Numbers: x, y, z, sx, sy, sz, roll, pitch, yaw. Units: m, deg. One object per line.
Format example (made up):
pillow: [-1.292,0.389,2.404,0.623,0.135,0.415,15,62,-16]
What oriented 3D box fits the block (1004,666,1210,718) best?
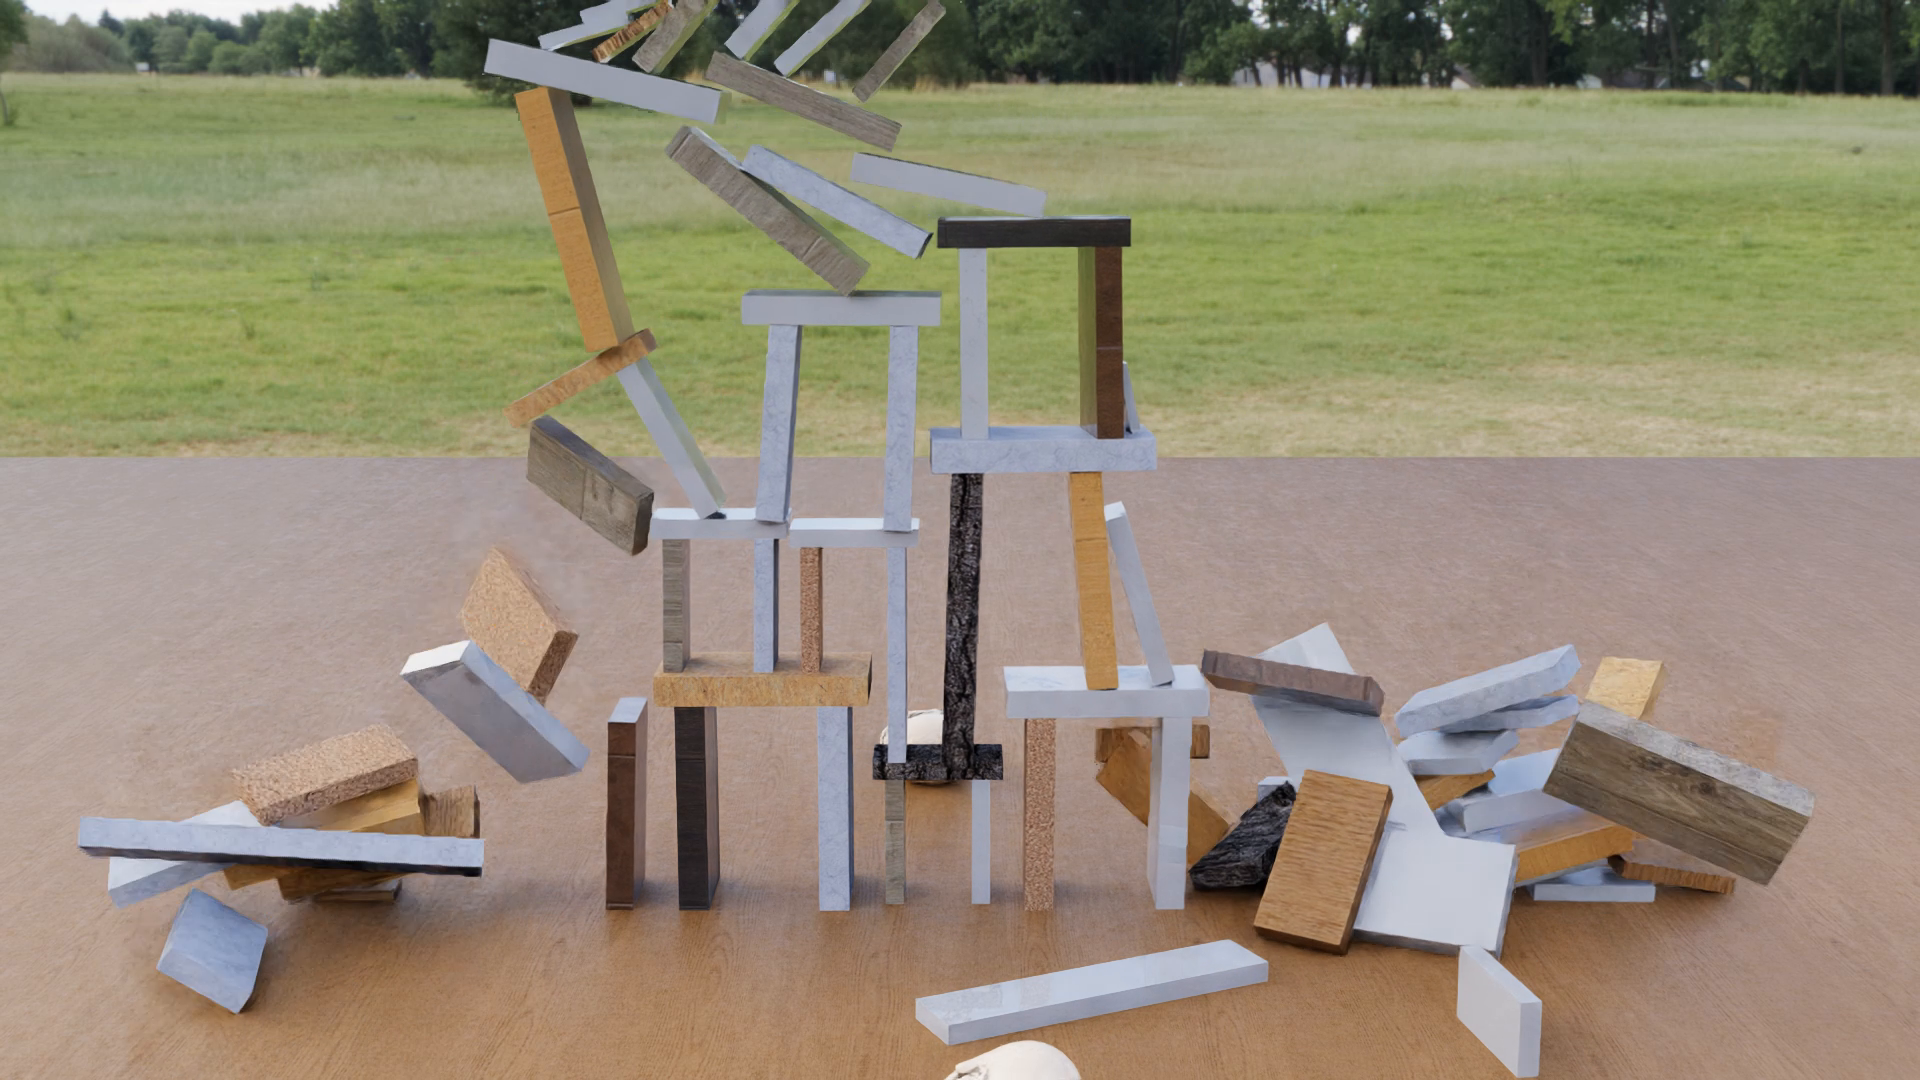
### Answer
block: [0.236,0.248,3.606,0.324,0.046,0.162,0,11,-1]

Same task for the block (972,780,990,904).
block: [0.035,0.485,3.652,0.030,0.212,0.106,0,11,1]

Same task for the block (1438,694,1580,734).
block: [0.904,0.288,3.636,0.105,0.030,0.211,-13,2,-39]

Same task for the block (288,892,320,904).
block: [-1.045,0.553,3.637,0.132,0.019,0.066,-22,26,2]

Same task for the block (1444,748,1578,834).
block: [0.986,0.402,3.663,0.345,0.049,0.172,-13,10,1]

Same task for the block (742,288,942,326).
block: [-0.185,-0.370,3.492,0.310,0.044,0.155,1,10,0]

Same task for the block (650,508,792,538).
block: [-0.385,-0.027,3.556,0.219,0.031,0.109,0,10,0]

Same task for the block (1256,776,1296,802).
block: [0.685,0.466,4.132,0.232,0.033,0.116,-3,1,19]

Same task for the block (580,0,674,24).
block: [-0.514,-0.827,3.404,0.141,0.020,0.071,-16,11,1]

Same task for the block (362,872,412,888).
block: [-0.924,0.531,3.636,0.132,0.019,0.066,-18,26,3]

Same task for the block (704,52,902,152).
block: [-0.242,-0.686,3.441,0.305,0.043,0.153,21,10,-5]

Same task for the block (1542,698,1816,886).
block: [1.077,0.380,3.310,0.354,0.177,0.050,23,48,13]

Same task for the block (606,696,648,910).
block: [-0.551,0.434,3.641,0.045,0.316,0.158,2,10,-2]

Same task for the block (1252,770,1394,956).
block: [0.575,0.505,3.470,0.140,0.281,0.040,9,-30,27]

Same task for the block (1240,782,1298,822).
block: [0.563,0.487,3.947,0.113,0.016,0.057,-33,69,-23]

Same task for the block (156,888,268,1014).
block: [-1.110,0.608,3.275,0.132,0.037,0.264,35,1,-16]

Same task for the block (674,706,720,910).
block: [-0.434,0.420,3.642,0.049,0.344,0.172,0,11,0]

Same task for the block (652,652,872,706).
block: [-0.320,0.227,3.606,0.344,0.049,0.172,0,11,0]

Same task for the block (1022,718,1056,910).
block: [0.130,0.431,3.638,0.046,0.324,0.162,0,11,0]

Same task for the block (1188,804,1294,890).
block: [0.508,0.519,3.742,0.130,0.037,0.259,-14,9,37]

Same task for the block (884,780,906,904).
block: [-0.107,0.485,3.652,0.030,0.212,0.106,0,11,0]

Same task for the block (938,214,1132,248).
block: [0.117,-0.486,3.464,0.299,0.042,0.149,0,11,2]

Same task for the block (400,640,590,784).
block: [-0.781,0.293,3.708,0.153,0.307,0.043,-14,40,36]

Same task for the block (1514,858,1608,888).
block: [0.975,0.538,3.680,0.196,0.028,0.098,-16,9,8]

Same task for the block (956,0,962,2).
block: [-0.087,-0.869,3.390,0.191,0.027,0.095,14,10,-2]

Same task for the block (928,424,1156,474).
block: [0.129,-0.147,3.526,0.353,0.050,0.176,-1,11,-2]

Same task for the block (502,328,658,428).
block: [-0.605,-0.260,3.520,0.248,0.035,0.124,-28,10,5]

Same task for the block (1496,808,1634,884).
block: [0.927,0.513,3.670,0.345,0.049,0.172,-17,10,5]

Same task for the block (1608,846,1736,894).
block: [1.188,0.550,3.695,0.196,0.028,0.098,9,11,-7]

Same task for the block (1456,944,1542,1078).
block: [0.746,0.651,3.050,0.030,0.106,0.212,-2,11,-9]

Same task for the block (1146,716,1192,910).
block: [0.346,0.430,3.643,0.046,0.324,0.162,1,11,-1]

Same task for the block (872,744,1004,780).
block: [-0.036,0.366,3.630,0.212,0.030,0.106,0,11,0]

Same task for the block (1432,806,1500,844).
block: [0.714,0.520,3.676,0.345,0.049,0.172,-15,10,3]

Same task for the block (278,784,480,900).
block: [-0.952,0.495,3.618,0.316,0.045,0.158,-12,27,-7]

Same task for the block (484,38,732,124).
block: [-0.543,-0.713,3.425,0.356,0.050,0.178,13,11,-3]

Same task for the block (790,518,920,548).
block: [-0.169,-0.012,3.551,0.206,0.029,0.103,0,10,0]

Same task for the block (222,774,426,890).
block: [-1.036,0.466,3.591,0.316,0.045,0.158,-15,27,-9]

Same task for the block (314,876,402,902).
block: [-1.003,0.581,3.664,0.132,0.019,0.066,0,11,-3]

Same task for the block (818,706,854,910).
block: [-0.205,0.420,3.642,0.049,0.344,0.172,0,11,0]
